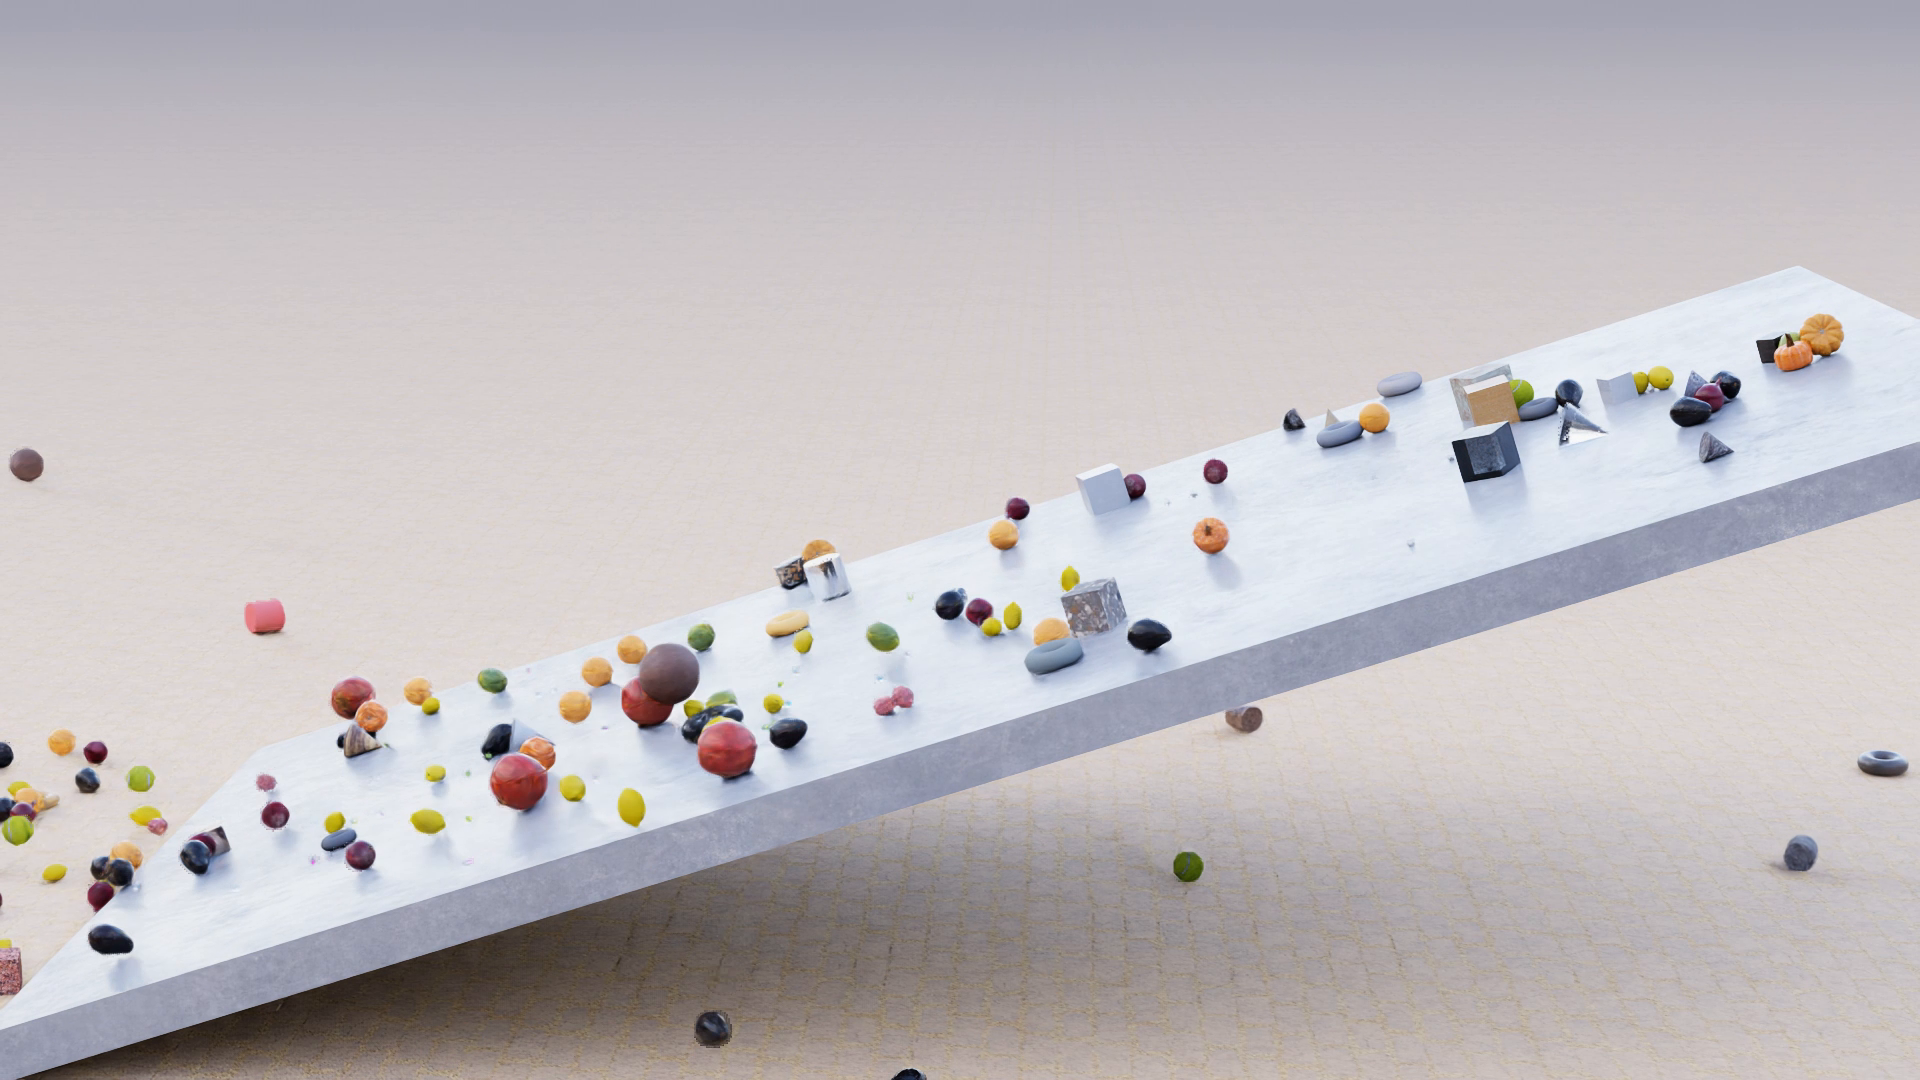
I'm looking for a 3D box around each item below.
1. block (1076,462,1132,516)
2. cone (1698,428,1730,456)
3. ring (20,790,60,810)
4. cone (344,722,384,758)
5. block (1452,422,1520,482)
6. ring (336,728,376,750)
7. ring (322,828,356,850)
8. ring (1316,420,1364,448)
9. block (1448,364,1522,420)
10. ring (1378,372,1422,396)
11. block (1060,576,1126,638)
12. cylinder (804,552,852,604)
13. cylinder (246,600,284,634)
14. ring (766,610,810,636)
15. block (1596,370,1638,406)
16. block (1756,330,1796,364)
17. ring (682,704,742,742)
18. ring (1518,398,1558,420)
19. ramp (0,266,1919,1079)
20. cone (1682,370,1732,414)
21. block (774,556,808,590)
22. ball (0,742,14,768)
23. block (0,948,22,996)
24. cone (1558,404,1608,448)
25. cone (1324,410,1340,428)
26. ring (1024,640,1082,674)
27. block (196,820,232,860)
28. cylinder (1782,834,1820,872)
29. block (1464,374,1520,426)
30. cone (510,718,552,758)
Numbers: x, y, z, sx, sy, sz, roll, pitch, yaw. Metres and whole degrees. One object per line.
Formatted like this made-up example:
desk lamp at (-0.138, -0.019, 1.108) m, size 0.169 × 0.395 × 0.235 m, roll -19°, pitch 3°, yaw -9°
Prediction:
block at (0.337, -0.119, 6.925) m, size 0.092 × 0.092 × 0.092 m, roll -20°, pitch 11°, yaw -6°
cone at (1.424, -0.170, 5.513) m, size 0.059 × 0.059 × 0.059 m, roll 32°, pitch 17°, yaw 6°
ring at (-2.283, 0.646, 7.297) m, size 0.094 × 0.031 × 0.094 m, roll 1°, pitch 13°, yaw 0°
cone at (-1.404, 0.482, 6.964) m, size 0.085 × 0.085 × 0.085 m, roll 11°, pitch 13°, yaw 7°
block at (1.071, -0.179, 5.987) m, size 0.090 × 0.090 × 0.090 m, roll -10°, pitch 13°, yaw 38°
ring at (-1.453, 0.478, 7.080) m, size 0.098 × 0.033 × 0.098 m, roll -13°, pitch 12°, yaw 3°
ring at (-1.286, 0.620, 6.087) m, size 0.077 × 0.026 × 0.077 m, roll -19°, pitch 9°, yaw 3°
ring at (0.879, -0.246, 6.805) m, size 0.114 × 0.038 × 0.114 m, roll -19°, pitch 10°, yaw 4°
block at (1.171, -0.330, 6.563) m, size 0.099 × 0.099 × 0.099 m, roll -22°, pitch 11°, yaw -19°
ring at (1.071, -0.380, 7.164) m, size 0.112 × 0.037 × 0.112 m, roll -17°, pitch 11°, yaw 3°
block at (0.263, 0.132, 5.785) m, size 0.084 × 0.084 × 0.084 m, roll -12°, pitch 12°, yaw 29°
cylinder at (-0.314, 0.090, 6.962) m, size 0.093 × 0.093 × 0.093 m, roll -18°, pitch 10°, yaw 3°
cylinder at (-2.155, 0.238, 9.121) m, size 0.093 × 0.093 × 0.093 m, roll -8°, pitch 14°, yaw -35°
ring at (-0.396, 0.192, 6.740) m, size 0.105 × 0.035 × 0.105 m, roll -17°, pitch 12°, yaw 4°
block at (1.399, -0.325, 6.263) m, size 0.057 × 0.057 × 0.057 m, roll -21°, pitch 11°, yaw -11°
block at (1.707, -0.403, 6.153) m, size 0.052 × 0.052 × 0.052 m, roll -24°, pitch 12°, yaw -26°
ring at (-0.503, 0.372, 5.972) m, size 0.131 × 0.044 × 0.131 m, roll -19°, pitch 11°, yaw 4°
ring at (1.255, -0.285, 6.382) m, size 0.091 × 0.030 × 0.091 m, roll -18°, pitch 11°, yaw 4°
ramp at (0.102, 0.182, 6.309) m, size 4.000 × 0.100 × 2.000 m, roll -17°, pitch 11°, yaw 5°
cone at (1.512, -0.289, 5.931) m, size 0.092 × 0.092 × 0.092 m, roll 14°, pitch 16°, yaw 18°
block at (-0.414, 0.081, 7.257) m, size 0.060 × 0.060 × 0.060 m, roll -27°, pitch 13°, yaw -18°
ball at (-2.491, 0.559, 7.627) m, size 0.068 × 0.068 × 0.068 m, roll 0°, pitch 12°, yaw 0°
block at (-1.965, 0.885, 6.026) m, size 0.075 × 0.075 × 0.075 m, roll -3°, pitch 12°, yaw -14°
cone at (1.277, -0.225, 5.999) m, size 0.095 × 0.095 × 0.095 m, roll 12°, pitch 14°, yaw 12°
cone at (0.876, -0.282, 6.932) m, size 0.060 × 0.060 × 0.060 m, roll -18°, pitch 10°, yaw 3°
ring at (0.177, 0.221, 5.604) m, size 0.114 × 0.038 × 0.114 m, roll -18°, pitch 12°, yaw 4°
block at (-1.626, 0.654, 6.406) m, size 0.057 × 0.057 × 0.057 m, roll -21°, pitch 11°, yaw -13°
cylinder at (1.948, 0.726, 6.814) m, size 0.069 × 0.069 × 0.069 m, roll 6°, pitch 26°, yaw 27°
block at (1.162, -0.297, 6.431) m, size 0.092 × 0.092 × 0.092 m, roll -17°, pitch 11°, yaw 7°
cone at (-0.929, 0.435, 6.390) m, size 0.089 × 0.089 × 0.089 m, roll 7°, pitch 10°, yaw -13°
